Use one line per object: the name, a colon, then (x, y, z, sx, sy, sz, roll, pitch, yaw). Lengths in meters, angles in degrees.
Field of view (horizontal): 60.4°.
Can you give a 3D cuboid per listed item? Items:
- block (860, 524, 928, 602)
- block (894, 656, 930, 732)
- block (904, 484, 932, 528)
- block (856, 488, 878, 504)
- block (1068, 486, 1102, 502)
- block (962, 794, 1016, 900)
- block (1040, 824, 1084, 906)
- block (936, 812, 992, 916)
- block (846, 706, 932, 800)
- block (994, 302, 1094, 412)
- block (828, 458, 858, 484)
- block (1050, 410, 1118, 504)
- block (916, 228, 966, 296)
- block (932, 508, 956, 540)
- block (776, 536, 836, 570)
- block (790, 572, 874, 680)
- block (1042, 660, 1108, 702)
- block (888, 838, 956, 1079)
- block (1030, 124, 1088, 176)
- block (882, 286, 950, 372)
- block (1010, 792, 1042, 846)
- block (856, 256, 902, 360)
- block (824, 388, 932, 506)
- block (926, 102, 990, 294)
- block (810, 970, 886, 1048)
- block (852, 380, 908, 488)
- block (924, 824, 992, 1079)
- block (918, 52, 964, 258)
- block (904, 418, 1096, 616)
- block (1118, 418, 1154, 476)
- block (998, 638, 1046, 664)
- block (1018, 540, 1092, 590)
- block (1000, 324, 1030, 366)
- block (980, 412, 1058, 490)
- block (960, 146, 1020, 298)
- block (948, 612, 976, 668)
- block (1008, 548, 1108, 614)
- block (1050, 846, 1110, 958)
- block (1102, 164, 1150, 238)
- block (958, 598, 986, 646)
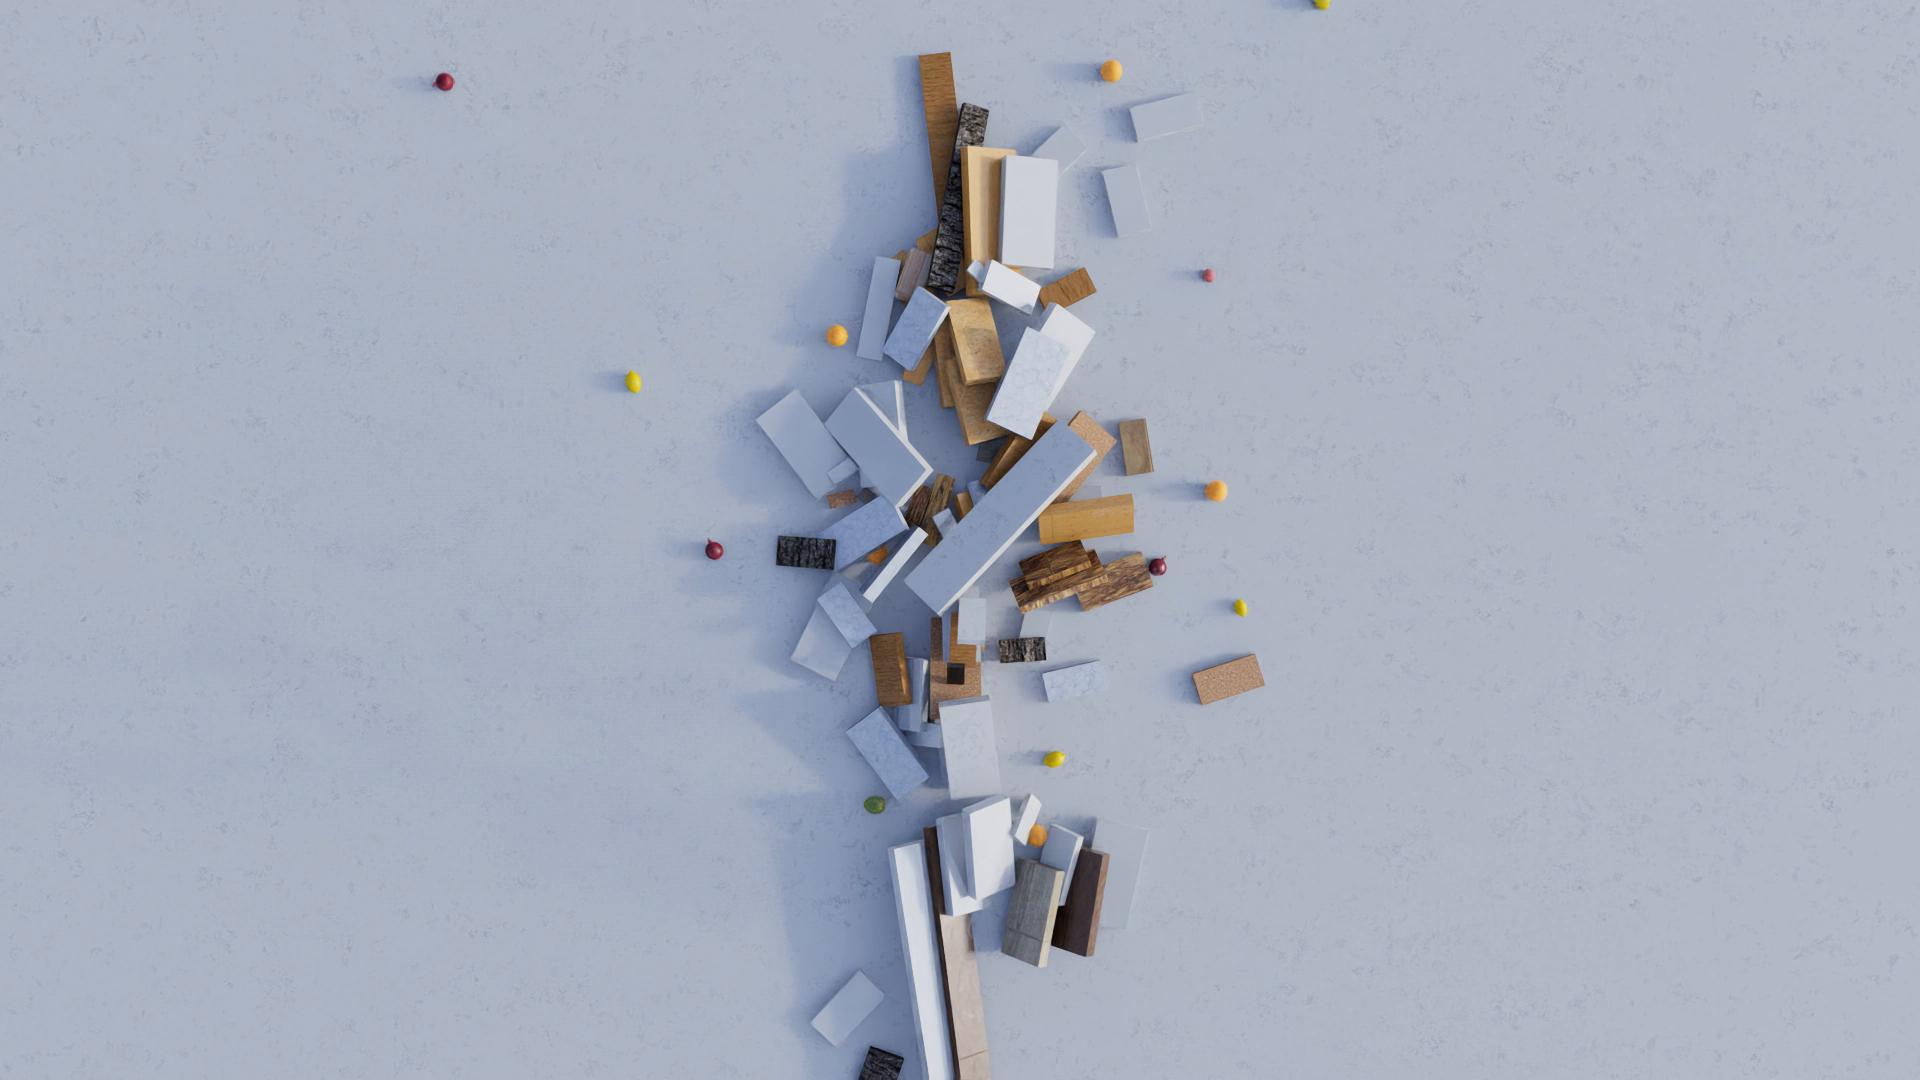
block: (-0.218, 0.074, 5.383, 0.040, 0.142, 0.285, 39, 89, -10)
block: (-0.159, 0.509, 5.448, 0.119, 0.034, 0.238, 3, 90, 41)
block: (-0.142, -0.099, 5.476, 0.057, 0.016, 0.170, 21, 95, 17)
block: (-0.295, -0.132, 5.493, 0.093, 0.013, 0.046, 40, 90, 0)
block: (0.364, -0.116, 5.485, 0.219, 0.031, 0.109, -5, 90, 0)
block: (0.095, 1.002, 5.383, 0.159, 0.045, 0.319, -16, 112, -32)
block: (0.321, 1.070, 5.439, 0.119, 0.034, 0.238, 19, 96, 40)
block: (0.014, 1.063, 5.436, 0.159, 0.045, 0.319, -6, 90, -35)
block: (-0.235, 0.704, 5.460, 0.142, 0.040, 0.284, -37, 90, 17)
block: (0.279, -0.584, 5.434, 0.178, 0.050, 0.356, 32, 90, -30)
block: (-0.387, -0.229, 5.446, 0.093, 0.013, 0.046, -35, 90, 0)
block: (0.357, -0.257, 5.437, 0.156, 0.044, 0.311, 40, 87, -10)
block: (-0.048, -0.924, 5.455, 0.106, 0.030, 0.212, -31, 90, 0)
block: (-0.039, -0.038, 5.430, 0.063, 0.018, 0.125, -30, 107, -11)
block: (-0.510, 0.041, 5.452, 0.200, 0.028, 0.100, 4, 90, 20)
block: (-0.416, 0.284, 5.477, 0.163, 0.046, 0.327, 26, 90, 0)
block: (0.381, 0.470, 5.486, 0.200, 0.028, 0.100, -13, 90, 0)
block: (-0.052, 1.666, 5.437, 0.168, 0.048, 1.351, -9, 90, -30)
block: (0.304, -1.263, 5.484, 0.222, 0.031, 0.111, -44, 90, 0)
block: (-0.144, -0.692, 5.411, 0.123, 0.035, 0.247, 38, 110, 17)
block: (0.217, 0.920, 5.436, 0.022, 0.077, 0.153, 5, 59, 37)
block: (-0.268, -0.767, 5.468, 0.085, 0.024, 0.336, 12, 96, 5)
block: (-0.269, -0.304, 5.391, 0.383, 0.047, 0.167, 49, 112, 18)
block: (-0.006, -1.129, 5.436, 0.090, 0.026, 0.633, 13, 83, -17)
block: (-0.371, 1.557, 5.483, 0.119, 0.034, 0.238, 43, 90, 0)
block: (-0.260, -0.348, 5.438, 0.167, 0.047, 0.335, -6, 89, 28)
block: (-0.009, 1.363, 5.441, 0.119, 0.034, 0.856, -7, 89, -35)
block: (-0.041, -1.249, 5.485, 0.106, 0.030, 0.733, -7, 90, 0)
block: (0.131, -0.073, 5.357, 0.734, 0.046, 0.163, -46, 70, -1)
block: (0.586, -0.309, 5.487, 0.090, 0.026, 0.181, -9, 90, 0)
block: (0.207, 0.365, 5.465, 0.153, 0.022, 0.077, -4, 90, 0)
block: (0.313, 0.081, 5.451, 0.219, 0.031, 0.109, -21, 45, 0)
block: (0.172, -0.639, 5.479, 0.170, 0.024, 0.085, -33, 90, -6)
block: (0.213, -0.279, 5.441, 0.156, 0.044, 0.311, 33, 91, -30)
block: (0.102, -1.045, 5.437, 0.178, 0.050, 0.484, -2, 90, -27)
block: (0.011, 0.322, 5.336, 0.087, 0.025, 0.174, 3, 83, -1)
block: (0.324, 0.136, 5.446, 0.304, 0.035, 0.123, -21, 48, 0)
block: (0.384, 1.182, 5.431, 0.168, 0.048, 0.337, 9, 90, 37)
block: (0.553, -1.127, 5.484, 0.111, 0.031, 0.222, -14, 90, 0)
block: (0.038, 0.260, 5.296, 0.087, 0.025, 0.174, 3, 48, 0)
